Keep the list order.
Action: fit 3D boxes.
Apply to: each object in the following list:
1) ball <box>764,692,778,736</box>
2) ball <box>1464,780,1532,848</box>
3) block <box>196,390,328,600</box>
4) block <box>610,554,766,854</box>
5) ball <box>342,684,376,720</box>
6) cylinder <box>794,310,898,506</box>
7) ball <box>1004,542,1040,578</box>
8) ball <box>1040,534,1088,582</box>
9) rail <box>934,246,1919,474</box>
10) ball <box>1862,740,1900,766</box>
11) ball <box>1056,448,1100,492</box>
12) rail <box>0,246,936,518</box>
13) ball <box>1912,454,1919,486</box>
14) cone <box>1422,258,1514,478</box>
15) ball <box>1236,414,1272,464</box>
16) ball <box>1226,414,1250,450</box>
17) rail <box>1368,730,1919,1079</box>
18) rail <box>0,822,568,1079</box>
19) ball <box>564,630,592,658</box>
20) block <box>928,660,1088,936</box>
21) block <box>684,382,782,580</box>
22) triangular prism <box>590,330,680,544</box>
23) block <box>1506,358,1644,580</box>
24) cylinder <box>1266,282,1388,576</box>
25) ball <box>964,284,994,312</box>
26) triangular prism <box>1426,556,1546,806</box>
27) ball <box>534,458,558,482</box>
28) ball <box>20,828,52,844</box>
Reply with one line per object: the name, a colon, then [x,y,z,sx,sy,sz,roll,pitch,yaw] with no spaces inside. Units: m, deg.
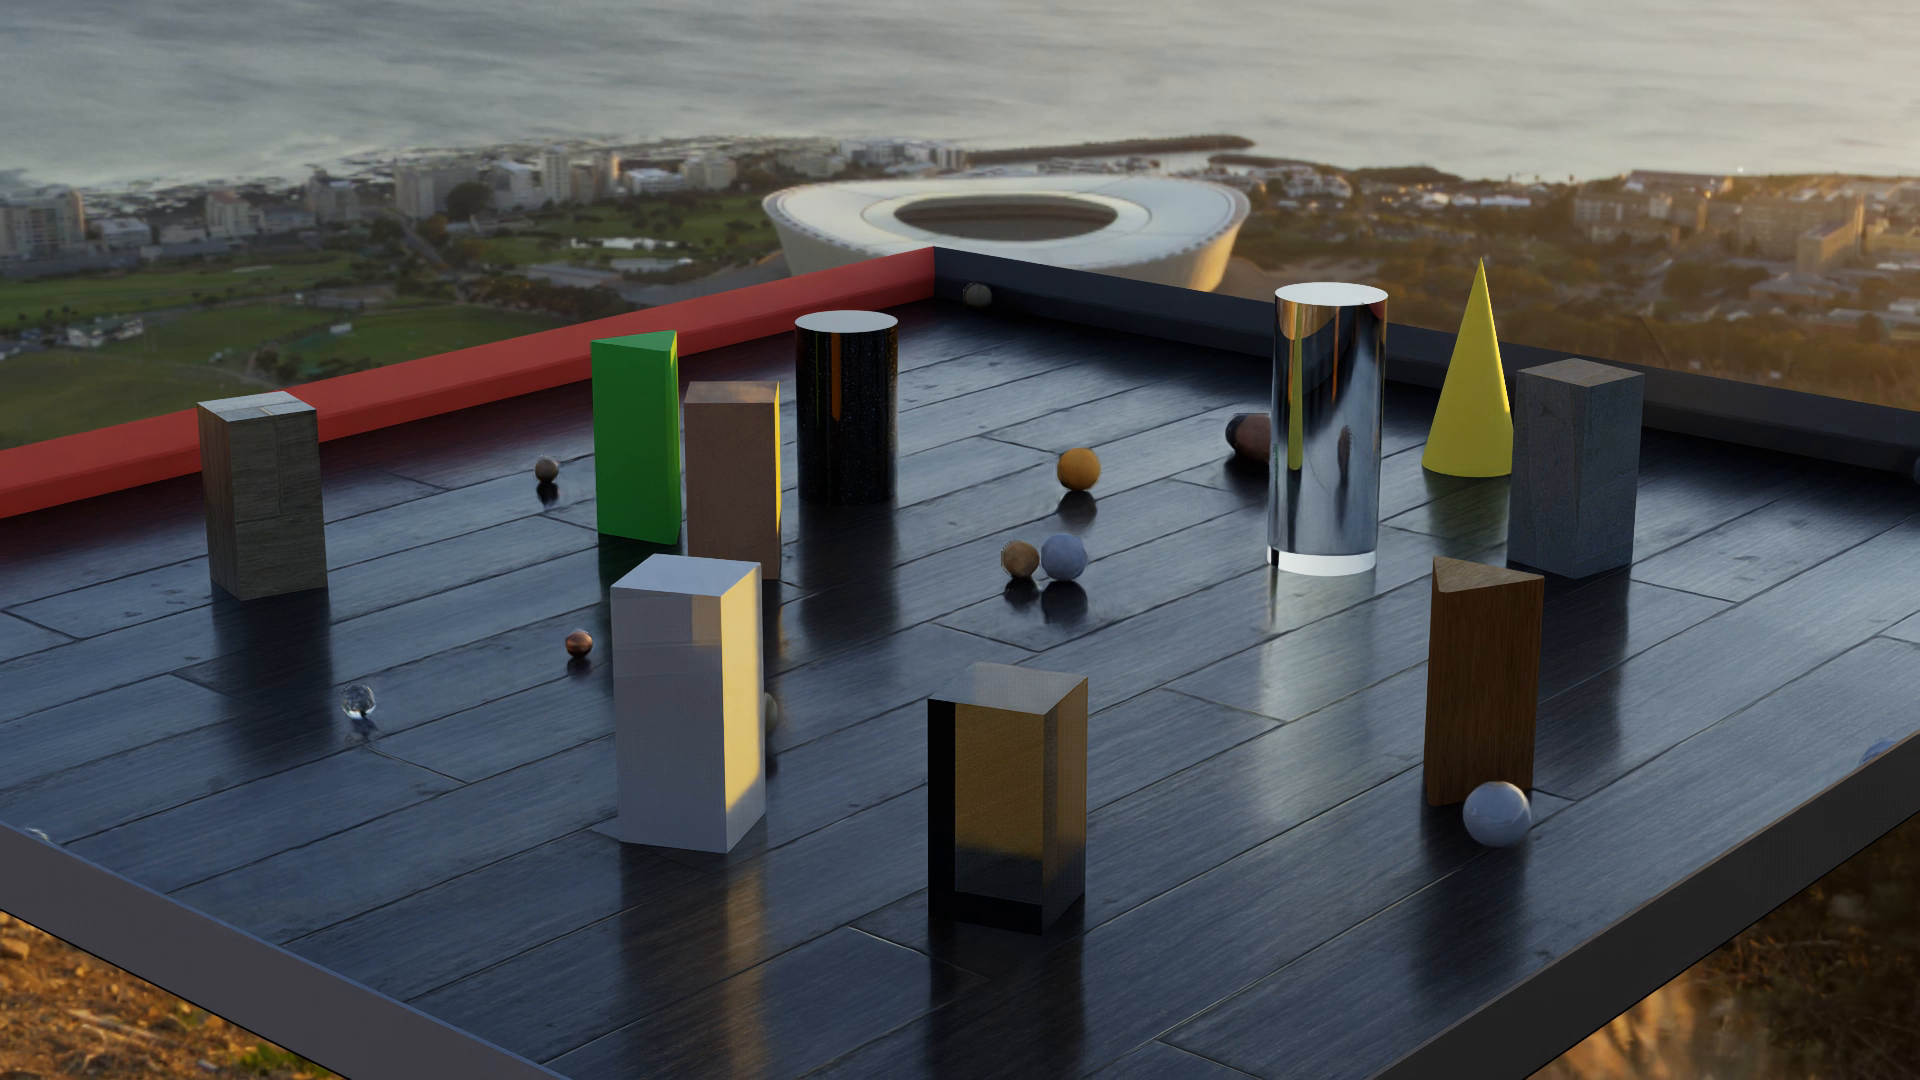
ball: [-0.316,0.263,4.445,0.078,0.078,0.078,0,17,0]
ball: [0.740,0.378,4.041,0.092,0.092,0.092,0,17,0]
block: [-1.228,-0.080,5.162,0.159,0.322,0.159,-11,20,-31]
block: [-0.374,0.225,4.066,0.159,0.371,0.159,5,17,15]
ball: [-0.930,0.250,4.532,0.053,0.053,0.053,0,17,0]
cylinder: [-0.220,-0.258,5.716,0.199,0.344,0.199,0,17,0]
ball: [0.110,0.034,5.229,0.065,0.065,0.065,0,17,0]
ball: [0.185,0.031,5.206,0.085,0.085,0.085,0,17,0]
rail: [1.195,-0.365,6.438,3.386,0.129,0.045,14,22,39]
ball: [1.345,0.326,4.246,0.074,0.074,0.074,0,17,0]
ball: [0.232,-0.138,5.767,0.085,0.085,0.085,0,17,0]
rail: [-1.261,-0.283,6.168,0.045,0.129,3.693,14,22,39]
ball: [1.915,-0.138,5.778,0.078,0.078,0.078,0,17,0]
cone: [1.039,-0.360,5.906,0.199,0.430,0.199,0,17,0]
ball: [0.609,-0.206,5.965,0.099,0.099,0.099,0,17,0]
ball: [0.587,-0.220,6.051,0.078,0.078,0.078,0,17,0]
rail: [1.261,0.348,4.072,0.045,0.129,3.693,14,22,39]
rail: [-1.195,0.429,3.802,3.386,0.129,0.045,14,22,39]
ball: [-0.626,0.170,4.812,0.045,0.045,0.045,0,17,0]
block: [0.063,0.334,3.822,0.159,0.302,0.159,7,18,22]
block: [-0.405,-0.108,5.252,0.159,0.324,0.159,0,17,-1]
triangular prism: [-0.570,-0.198,5.476,0.172,0.367,0.149,9,19,27]
block: [1.107,-0.131,5.279,0.159,0.352,0.159,-13,21,-37]
cylinder: [0.658,-0.200,5.266,0.199,0.493,0.199,0,17,0]
ball: [0.047,-0.605,7.340,0.071,0.071,0.071,0,17,0]
triangular prism: [0.723,0.197,4.247,0.172,0.321,0.149,-7,18,-23]
ball: [-0.822,-0.139,5.833,0.048,0.048,0.048,0,17,0]
ball: [-1.252,0.422,3.932,0.071,0.071,0.071,0,17,0]
